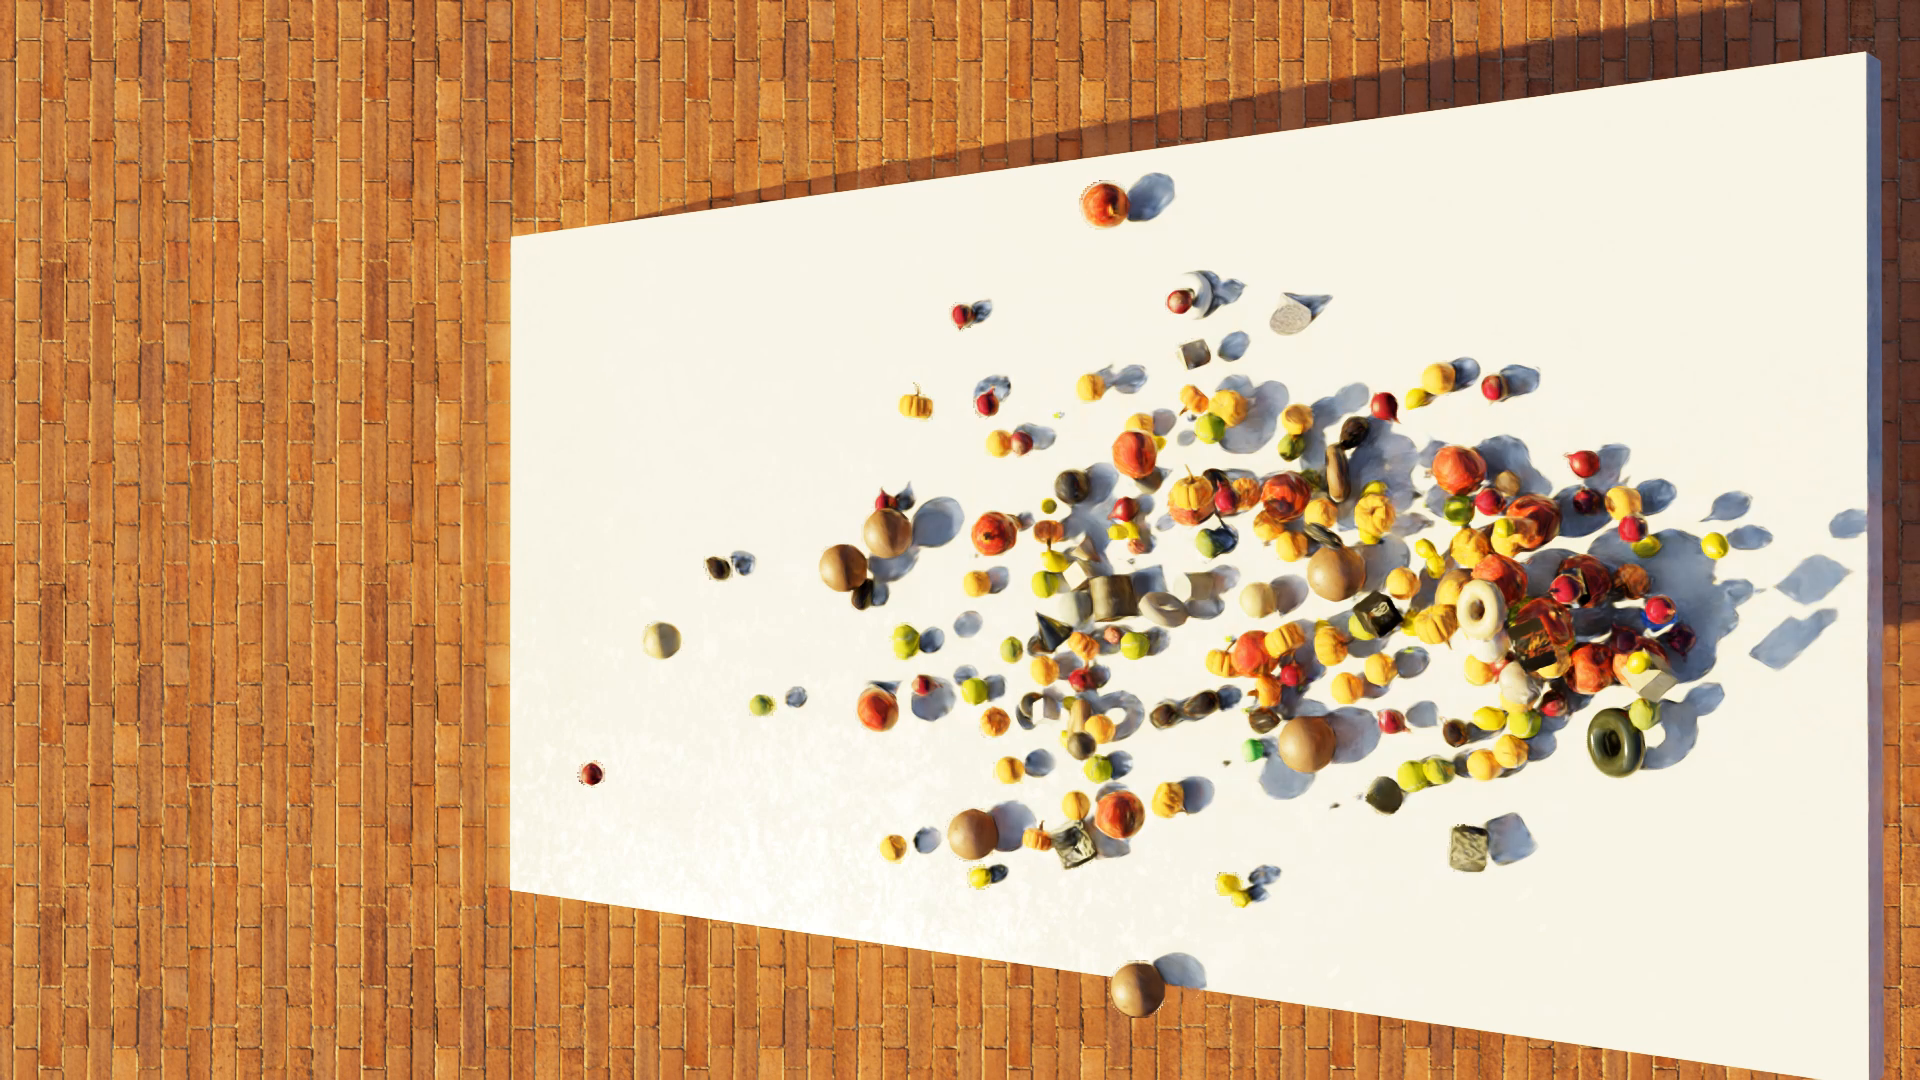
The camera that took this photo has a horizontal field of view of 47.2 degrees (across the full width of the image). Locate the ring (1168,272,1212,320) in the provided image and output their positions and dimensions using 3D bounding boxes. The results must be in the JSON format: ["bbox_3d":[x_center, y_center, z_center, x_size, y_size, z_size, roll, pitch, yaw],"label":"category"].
[{"bbox_3d":[0.543,-0.575,5.195,0.116,0.039,0.116,-1,88,38],"label":"ring"}]

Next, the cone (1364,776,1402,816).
[{"bbox_3d":[0.916,0.570,4.858,0.090,0.090,0.090,0,90,38],"label":"cone"}]

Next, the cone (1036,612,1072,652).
[{"bbox_3d":[0.211,0.207,5.393,0.094,0.094,0.094,-39,111,0],"label":"cone"}]

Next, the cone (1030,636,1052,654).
[{"bbox_3d":[0.211,0.270,5.459,0.054,0.054,0.054,33,90,-7],"label":"cone"}]

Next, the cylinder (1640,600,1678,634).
[{"bbox_3d":[1.418,0.154,4.460,0.052,0.052,0.052,-36,90,34],"label":"cylinder"}]

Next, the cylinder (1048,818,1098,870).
[{"bbox_3d":[0.275,0.738,5.343,0.094,0.094,0.094,-25,92,0],"label":"cylinder"}]

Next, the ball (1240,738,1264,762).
[{"bbox_3d":[0.673,0.485,5.074,0.054,0.054,0.054,0,90,0],"label":"ball"}]

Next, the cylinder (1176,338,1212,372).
[{"bbox_3d":[0.546,-0.432,5.129,0.062,0.062,0.062,-27,90,-17],"label":"cylinder"}]

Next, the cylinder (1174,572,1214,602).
[{"bbox_3d":[0.548,0.109,5.157,0.066,0.066,0.066,-4,90,-32],"label":"cylinder"}]

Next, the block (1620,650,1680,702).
[{"bbox_3d":[1.352,0.267,4.313,0.065,0.065,0.065,23,120,-36],"label":"block"}]

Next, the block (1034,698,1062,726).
[{"bbox_3d":[0.215,0.421,5.387,0.052,0.052,0.052,9,69,-23],"label":"block"}]

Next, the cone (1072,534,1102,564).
[{"bbox_3d":[0.319,0.033,5.373,0.072,0.072,0.072,42,90,2],"label":"cone"}]

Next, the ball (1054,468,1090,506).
[{"bbox_3d":[0.274,-0.130,5.372,0.091,0.091,0.091,0,90,0],"label":"ball"}]

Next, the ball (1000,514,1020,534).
[{"bbox_3d":[0.126,-0.039,5.515,0.050,0.050,0.050,0,90,0],"label":"ball"}]

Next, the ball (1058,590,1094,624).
[{"bbox_3d":[0.282,0.163,5.326,0.085,0.085,0.085,0,90,0],"label":"ball"}]

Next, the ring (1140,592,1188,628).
[{"bbox_3d":[0.482,0.164,5.188,0.120,0.120,0.040,18,119,0],"label":"ring"}]

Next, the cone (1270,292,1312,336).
[{"bbox_3d":[0.745,-0.535,5.031,0.096,0.096,0.096,-10,47,0],"label":"cone"}]

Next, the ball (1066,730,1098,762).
[{"bbox_3d":[0.279,0.470,5.018,0.070,0.070,0.070,0,90,0],"label":"ball"}]

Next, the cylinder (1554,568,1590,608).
[{"bbox_3d":[1.243,0.098,4.464,0.060,0.060,0.060,-7,59,0],"label":"cylinder"}]

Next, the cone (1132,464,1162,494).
[{"bbox_3d":[0.432,-0.146,5.257,0.074,0.074,0.074,0,90,38],"label":"cone"}]

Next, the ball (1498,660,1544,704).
[{"bbox_3d":[1.158,0.293,4.532,0.092,0.092,0.092,0,90,0],"label":"ball"}]

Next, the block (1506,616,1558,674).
[{"bbox_3d":[1.105,0.204,4.243,0.067,0.067,0.067,-22,134,15],"label":"block"}]

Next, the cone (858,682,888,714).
[{"bbox_3d":[-0.241,0.398,5.811,0.087,0.087,0.087,-9,123,-14],"label":"cone"}]

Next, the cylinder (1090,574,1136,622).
[{"bbox_3d":[0.368,0.141,5.286,0.099,0.099,0.099,-6,79,0],"label":"cylinder"}]

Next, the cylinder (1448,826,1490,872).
[{"bbox_3d":[1.087,0.660,4.700,0.078,0.078,0.078,12,66,0],"label":"cylinder"}]

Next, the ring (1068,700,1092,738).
[{"bbox_3d":[0.290,0.448,5.333,0.042,0.127,0.127,8,90,-8],"label":"ring"}]

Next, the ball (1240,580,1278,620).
[{"bbox_3d":[0.685,0.138,5.043,0.088,0.088,0.088,0,90,0],"label":"ball"}]

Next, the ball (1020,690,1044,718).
[{"bbox_3d":[0.181,0.408,5.458,0.066,0.066,0.066,0,90,0],"label":"ball"}]

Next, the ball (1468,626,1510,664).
[{"bbox_3d":[1.099,0.213,4.568,0.087,0.087,0.087,0,90,0],"label":"ball"}]

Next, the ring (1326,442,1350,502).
[{"bbox_3d":[0.840,-0.149,4.889,0.045,0.135,0.135,-6,90,12],"label":"ring"}]

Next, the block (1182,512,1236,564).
[{"bbox_3d":[0.555,-0.005,4.887,0.083,0.083,0.083,-35,89,0],"label":"block"}]

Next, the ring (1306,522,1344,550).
[{"bbox_3d":[0.768,-0.009,4.631,0.087,0.087,0.029,32,89,0],"label":"ring"}]

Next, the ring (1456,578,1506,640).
[{"bbox_3d":[1.051,0.140,4.433,0.042,0.126,0.126,2,90,-28],"label":"ring"}]

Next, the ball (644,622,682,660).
[{"bbox_3d":[-0.654,0.222,4.847,0.084,0.084,0.084,0,90,0],"label":"ball"}]

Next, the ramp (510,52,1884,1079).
[{"bbox_3d":[0.220,0.063,5.536,4.000,0.100,2.000,0,90,38],"label":"ramp"}]

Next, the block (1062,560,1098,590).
[{"bbox_3d":[0.295,0.087,5.379,0.052,0.052,0.052,-42,65,30],"label":"block"}]

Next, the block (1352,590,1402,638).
[{"bbox_3d":[0.912,0.162,4.807,0.066,0.066,0.066,-36,110,-10],"label":"block"}]

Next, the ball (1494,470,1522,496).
[{"bbox_3d":[1.167,-0.120,4.685,0.055,0.055,0.055,0,90,0],"label":"ball"}]
